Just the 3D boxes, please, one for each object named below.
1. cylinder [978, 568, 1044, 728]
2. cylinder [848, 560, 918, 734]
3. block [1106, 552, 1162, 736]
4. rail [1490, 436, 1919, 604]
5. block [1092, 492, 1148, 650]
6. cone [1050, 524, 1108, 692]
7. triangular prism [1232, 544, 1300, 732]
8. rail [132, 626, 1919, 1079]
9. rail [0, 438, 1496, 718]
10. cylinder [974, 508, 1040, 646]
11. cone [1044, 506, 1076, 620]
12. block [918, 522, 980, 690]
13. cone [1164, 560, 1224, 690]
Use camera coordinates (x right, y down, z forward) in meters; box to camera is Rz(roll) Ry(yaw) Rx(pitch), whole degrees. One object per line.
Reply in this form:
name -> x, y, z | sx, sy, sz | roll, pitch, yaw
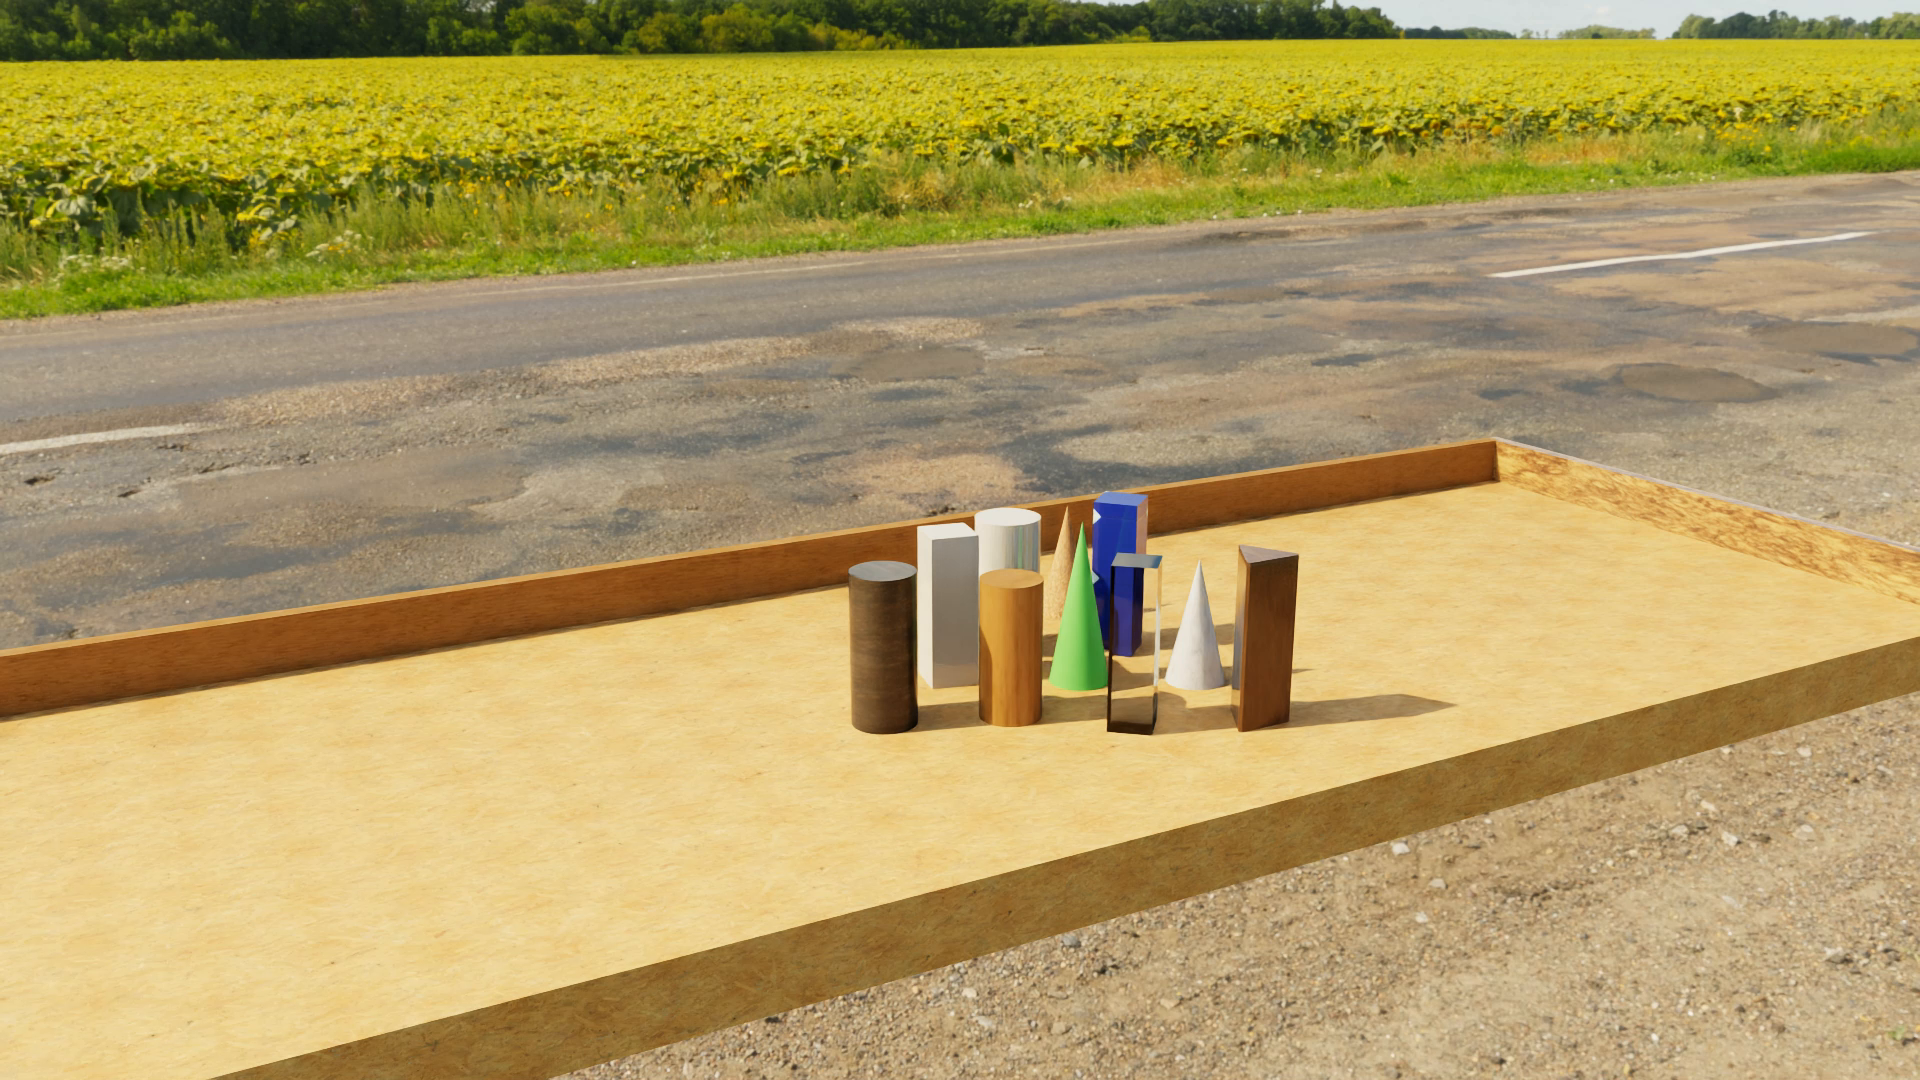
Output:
cylinder -> 0.120, 0.253, 3.885 | 0.150, 0.342, 0.150 | 0, 16, 0
cylinder -> -0.178, 0.250, 3.843 | 0.157, 0.373, 0.157 | 0, 16, 0
block -> 0.404, 0.241, 3.817 | 0.105, 0.405, 0.105 | 4, 17, 12
rail -> 2.466, -0.048, 5.253 | 0.050, 0.150, 2.100 | -9, 18, -27
block -> 0.421, 0.084, 4.360 | 0.116, 0.400, 0.116 | 6, 17, 20
cone -> 0.300, 0.152, 4.095 | 0.152, 0.418, 0.152 | 0, 16, 0
triangular prism -> 0.684, 0.224, 3.861 | 0.144, 0.412, 0.125 | -9, 18, -27
rail -> -2.336, 1.006, 1.665 | 12.000, 0.150, 0.050 | -9, 18, -27
rail -> -3.305, 0.497, 3.399 | 12.000, 0.150, 0.050 | -9, 18, -27
cylinder -> 0.124, 0.114, 4.322 | 0.172, 0.364, 0.172 | 0, 16, 0
cone -> 0.298, 0.053, 4.613 | 0.143, 0.316, 0.143 | 0, 16, 0
block -> -0.029, 0.163, 4.111 | 0.121, 0.388, 0.121 | -5, 17, -17
cone -> 0.592, 0.198, 4.113 | 0.150, 0.321, 0.150 | 0, 16, 0
